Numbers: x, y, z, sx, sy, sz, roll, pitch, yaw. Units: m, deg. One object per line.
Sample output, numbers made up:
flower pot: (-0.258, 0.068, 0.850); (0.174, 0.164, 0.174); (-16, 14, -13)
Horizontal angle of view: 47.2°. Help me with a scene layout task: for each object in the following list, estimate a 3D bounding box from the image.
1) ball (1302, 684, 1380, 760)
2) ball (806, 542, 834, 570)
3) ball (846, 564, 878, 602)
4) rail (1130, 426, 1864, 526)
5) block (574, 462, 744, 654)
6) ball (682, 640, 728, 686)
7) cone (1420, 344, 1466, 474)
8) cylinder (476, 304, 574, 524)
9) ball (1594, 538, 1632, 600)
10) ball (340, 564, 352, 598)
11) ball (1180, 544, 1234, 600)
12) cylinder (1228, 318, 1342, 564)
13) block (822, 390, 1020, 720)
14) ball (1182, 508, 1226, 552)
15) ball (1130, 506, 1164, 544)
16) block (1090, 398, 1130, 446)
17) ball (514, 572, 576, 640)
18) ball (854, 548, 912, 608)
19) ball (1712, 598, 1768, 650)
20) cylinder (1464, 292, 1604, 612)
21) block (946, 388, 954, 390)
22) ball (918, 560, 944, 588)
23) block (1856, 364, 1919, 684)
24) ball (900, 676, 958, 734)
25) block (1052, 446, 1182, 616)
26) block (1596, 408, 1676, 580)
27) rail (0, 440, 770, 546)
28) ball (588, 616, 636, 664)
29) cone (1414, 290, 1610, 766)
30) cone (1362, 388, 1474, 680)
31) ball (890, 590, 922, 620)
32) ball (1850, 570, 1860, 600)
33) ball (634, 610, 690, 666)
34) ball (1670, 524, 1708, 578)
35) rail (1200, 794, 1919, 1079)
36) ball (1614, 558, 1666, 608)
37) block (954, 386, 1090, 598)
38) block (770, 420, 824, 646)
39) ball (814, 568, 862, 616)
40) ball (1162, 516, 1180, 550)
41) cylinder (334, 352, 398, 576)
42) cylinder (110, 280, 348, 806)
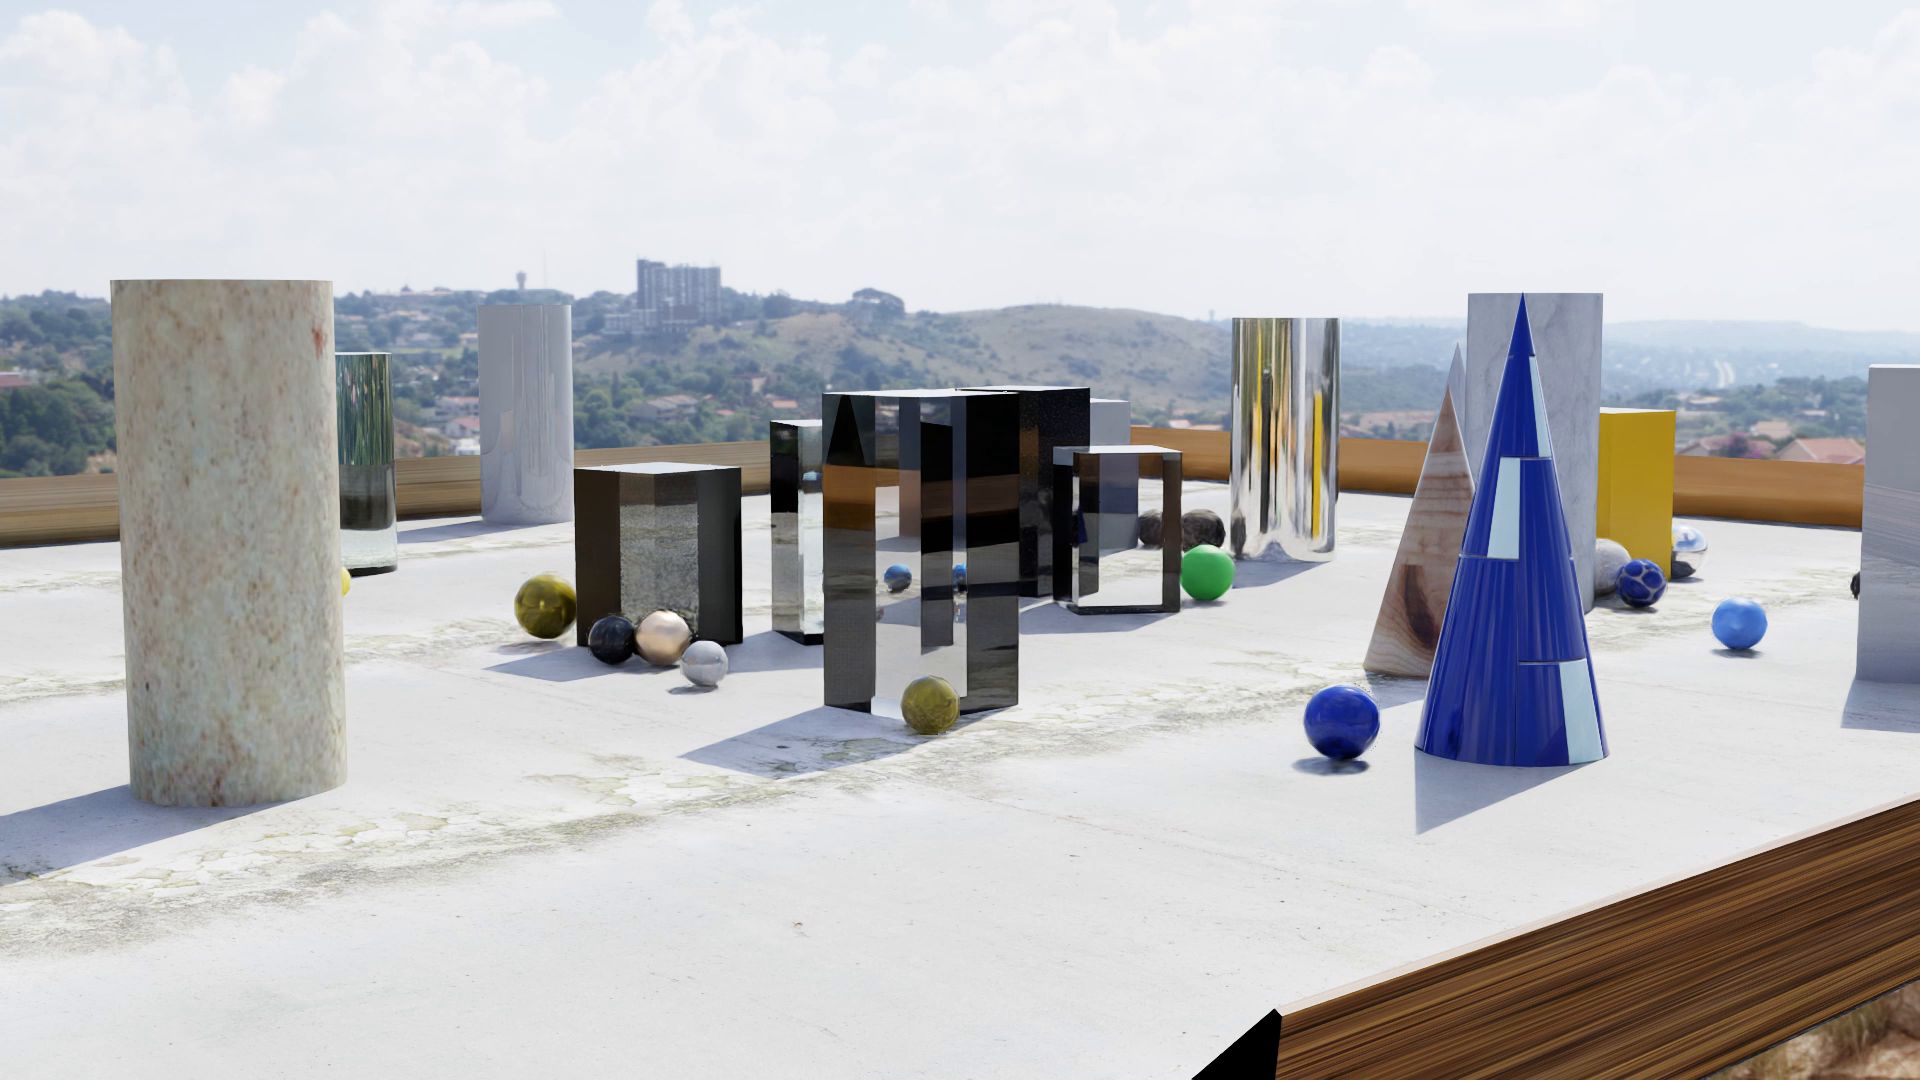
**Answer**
ball: (0.378, 0.180, 2.179); (0.076, 0.076, 0.076); (0, 6, 0)
ball: (-0.239, 0.028, 3.760); (0.049, 0.049, 0.049); (0, 6, 0)
ball: (-0.153, 0.065, 3.361); (0.058, 0.058, 0.058); (0, 6, 0)
rail: (1.568, -0.118, 4.771); (0.045, 0.126, 3.636); (-5, 8, -42)
block: (-0.400, 0.022, 2.921); (0.156, 0.236, 0.156); (5, 8, 39)
ball: (-0.302, 0.146, 2.603); (0.055, 0.055, 0.055); (0, 6, 0)
cone: (0.902, -0.168, 4.003); (0.195, 0.388, 0.195); (0, 6, 0)
cylinder: (-0.914, -0.267, 4.633); (0.195, 0.454, 0.195); (0, 6, 0)
ball: (0.986, 0.045, 3.383); (0.095, 0.095, 0.095); (0, 6, 0)
ball: (-0.962, 0.064, 3.360); (0.061, 0.061, 0.061); (0, 6, 0)
ball: (0.377, 0.050, 3.370); (0.086, 0.086, 0.086); (0, 6, 0)
cylinder: (0.583, -0.183, 3.947); (0.195, 0.430, 0.195); (0, 6, 0)
block: (-0.044, 0.012, 2.465); (0.156, 0.352, 0.156); (6, 8, 44)
ball: (0.432, -0.013, 3.952); (0.090, 0.090, 0.090); (0, 6, 0)
ball: (0.354, -0.029, 4.202); (0.070, 0.070, 0.070); (0, 6, 0)
block: (0.219, -0.131, 4.211); (0.156, 0.271, 0.156); (-3, 7, -26)
ball: (-0.551, 0.088, 2.940); (0.089, 0.089, 0.089); (0, 6, 0)
ball: (-0.115, 0.057, 3.300); (0.088, 0.088, 0.088); (0, 6, 0)
ball: (1.021, 0.110, 2.882); (0.070, 0.070, 0.070); (0, 6, 0)
cylinder: (0.852, -0.133, 3.283); (0.195, 0.468, 0.195); (0, 6, 0)
block: (0.034, -0.159, 4.411); (0.156, 0.284, 0.156); (3, 7, 26)
ball: (-0.047, 0.054, 3.537); (0.044, 0.044, 0.044); (0, 6, 0)
block: (1.183, -0.023, 2.673); (0.156, 0.376, 0.156); (3, 7, 24)
ball: (-0.032, 0.173, 2.315); (0.061, 0.061, 0.061); (0, 6, 0)
block: (0.233, -0.017, 3.289); (0.156, 0.237, 0.156); (-1, 6, -11)
block: (1.064, -0.075, 3.635); (0.156, 0.279, 0.156); (-4, 7, -34)
rail: (-1.217, -0.105, 4.643); (4.315, 0.126, 0.045); (-5, 8, -42)
ball: (-0.437, 0.126, 2.768); (0.061, 0.061, 0.061); (0, 6, 0)
cone: (0.562, -0.019, 2.220); (0.195, 0.464, 0.195); (0, 6, 0)
cone: (0.599, -0.016, 2.718); (0.195, 0.353, 0.195); (0, 6, 0)
ball: (-0.078, 0.093, 3.158); (0.045, 0.045, 0.045); (0, 6, 0)
ball: (1.369, 0.070, 3.297); (0.062, 0.062, 0.062); (0, 6, 0)
ball: (-0.373, 0.123, 2.754); (0.069, 0.069, 0.069); (0, 6, 0)
ball: (1.200, 0.018, 3.664); (0.089, 0.089, 0.089); (0, 6, 0)
rail: (1.217, 0.170, 2.021); (4.315, 0.126, 0.045); (-5, 8, -42)
ball: (1.017, 0.065, 3.288); (0.074, 0.074, 0.074); (0, 6, 0)
block: (0.099, -0.081, 3.495); (0.156, 0.321, 0.156); (4, 7, 34)
block: (-0.162, -0.015, 3.007); (0.156, 0.291, 0.156); (-2, 6, -21)
ball: (-0.177, 0.076, 3.206); (0.069, 0.069, 0.069); (0, 6, 0)
ball: (0.409, -0.013, 4.092); (0.062, 0.062, 0.062); (0, 6, 0)
cylinder: (-1.061, -0.132, 3.740); (0.195, 0.370, 0.195); (0, 6, 0)
cylinder: (-0.677, -0.004, 2.046); (0.195, 0.471, 0.195); (0, 6, 0)
